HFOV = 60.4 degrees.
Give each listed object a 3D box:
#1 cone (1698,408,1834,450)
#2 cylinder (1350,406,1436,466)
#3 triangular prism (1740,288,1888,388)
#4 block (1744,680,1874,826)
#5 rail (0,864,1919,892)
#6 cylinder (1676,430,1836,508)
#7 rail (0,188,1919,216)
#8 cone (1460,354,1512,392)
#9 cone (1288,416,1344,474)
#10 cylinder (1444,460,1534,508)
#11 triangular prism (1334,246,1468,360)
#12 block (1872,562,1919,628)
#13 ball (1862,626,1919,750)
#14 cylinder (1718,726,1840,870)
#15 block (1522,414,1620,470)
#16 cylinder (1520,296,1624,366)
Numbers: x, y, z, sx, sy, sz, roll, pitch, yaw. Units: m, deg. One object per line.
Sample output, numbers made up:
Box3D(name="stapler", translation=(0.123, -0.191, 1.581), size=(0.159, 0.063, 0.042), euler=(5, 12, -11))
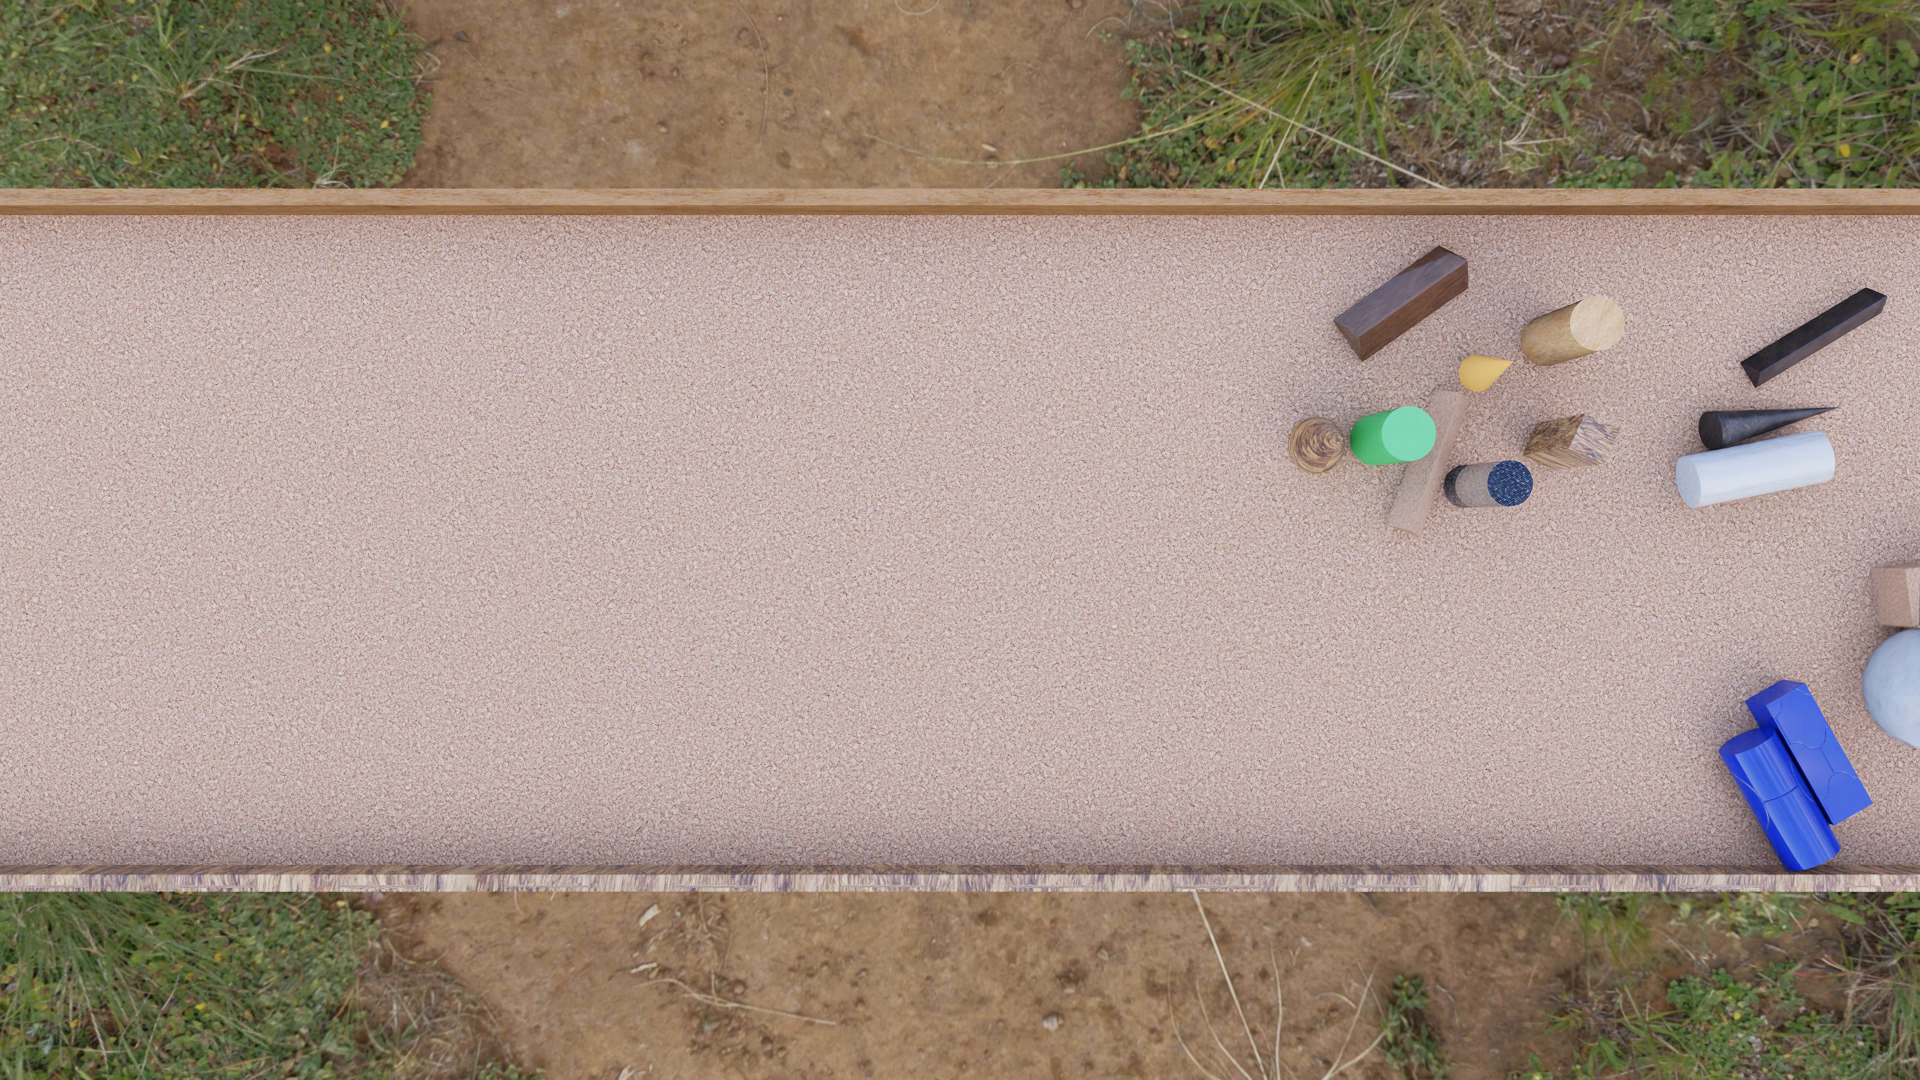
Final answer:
Box3D(name="cone", translation=(2.496, -0.370, 5.047), size=(0.437, 0.121, 0.121), euler=(-10, 90, -8))
Box3D(name="cylinder", translation=(1.281, -0.306, 4.900), size=(0.157, 0.349, 0.157), euler=(0, 91, -2))
Box3D(name="triangular prism", translation=(2.617, -0.622, 5.035), size=(0.450, 0.078, 0.090), euler=(-31, 90, 0))
Box3D(name="block", translation=(2.576, 0.642, 5.009), size=(0.134, 0.134, 0.415), euler=(-30, 90, 0))
Box3D(name="rail", translation=(-2.247, 1.025, 5.001), size=(12.000, 0.150, 0.050), euler=(0, 90, 0))
Box3D(name="cylinder", translation=(2.406, -0.214, 4.997), size=(0.407, 0.160, 0.160), euler=(-11, 90, 0))
Box3D(name="rail", translation=(-2.247, -1.025, 5.002), size=(12.000, 0.150, 0.050), euler=(0, 90, 0))
Box3D(name="cone", translation=(1.593, -0.514, 4.911), size=(0.114, 0.332, 0.114), euler=(0, 90, 0))
Box3D(name="cone", translation=(1.097, -0.291, 4.899), size=(0.177, 0.355, 0.177), euler=(0, 90, 0))
Box3D(name="cylinder", translation=(1.560, -0.163, 4.885), size=(0.132, 0.378, 0.132), euler=(0, 90, -2))
Box3D(name="triangular prism", translation=(1.355, -0.726, 5.005), size=(0.397, 0.135, 0.155), euler=(-35, 90, 0))
Box3D(name="block", translation=(3.041, 0.145, 4.989), size=(0.447, 0.176, 0.176), euler=(-7, 90, 0))
Box3D(name="ball", translation=(2.889, 0.440, 4.891), size=(0.371, 0.371, 0.371), euler=(0, 90, 0))
Box3D(name="cylinder", translation=(2.479, 0.782, 4.991), size=(0.172, 0.172, 0.399), euler=(-30, 90, 0))
Box3D(name="block", translation=(1.803, -0.287, 4.881), size=(0.109, 0.392, 0.109), euler=(24, 90, 0))
Box3D(name="cylinder", translation=(1.804, -0.613, 4.872), size=(0.156, 0.408, 0.156), euler=(0, 90, 0))
